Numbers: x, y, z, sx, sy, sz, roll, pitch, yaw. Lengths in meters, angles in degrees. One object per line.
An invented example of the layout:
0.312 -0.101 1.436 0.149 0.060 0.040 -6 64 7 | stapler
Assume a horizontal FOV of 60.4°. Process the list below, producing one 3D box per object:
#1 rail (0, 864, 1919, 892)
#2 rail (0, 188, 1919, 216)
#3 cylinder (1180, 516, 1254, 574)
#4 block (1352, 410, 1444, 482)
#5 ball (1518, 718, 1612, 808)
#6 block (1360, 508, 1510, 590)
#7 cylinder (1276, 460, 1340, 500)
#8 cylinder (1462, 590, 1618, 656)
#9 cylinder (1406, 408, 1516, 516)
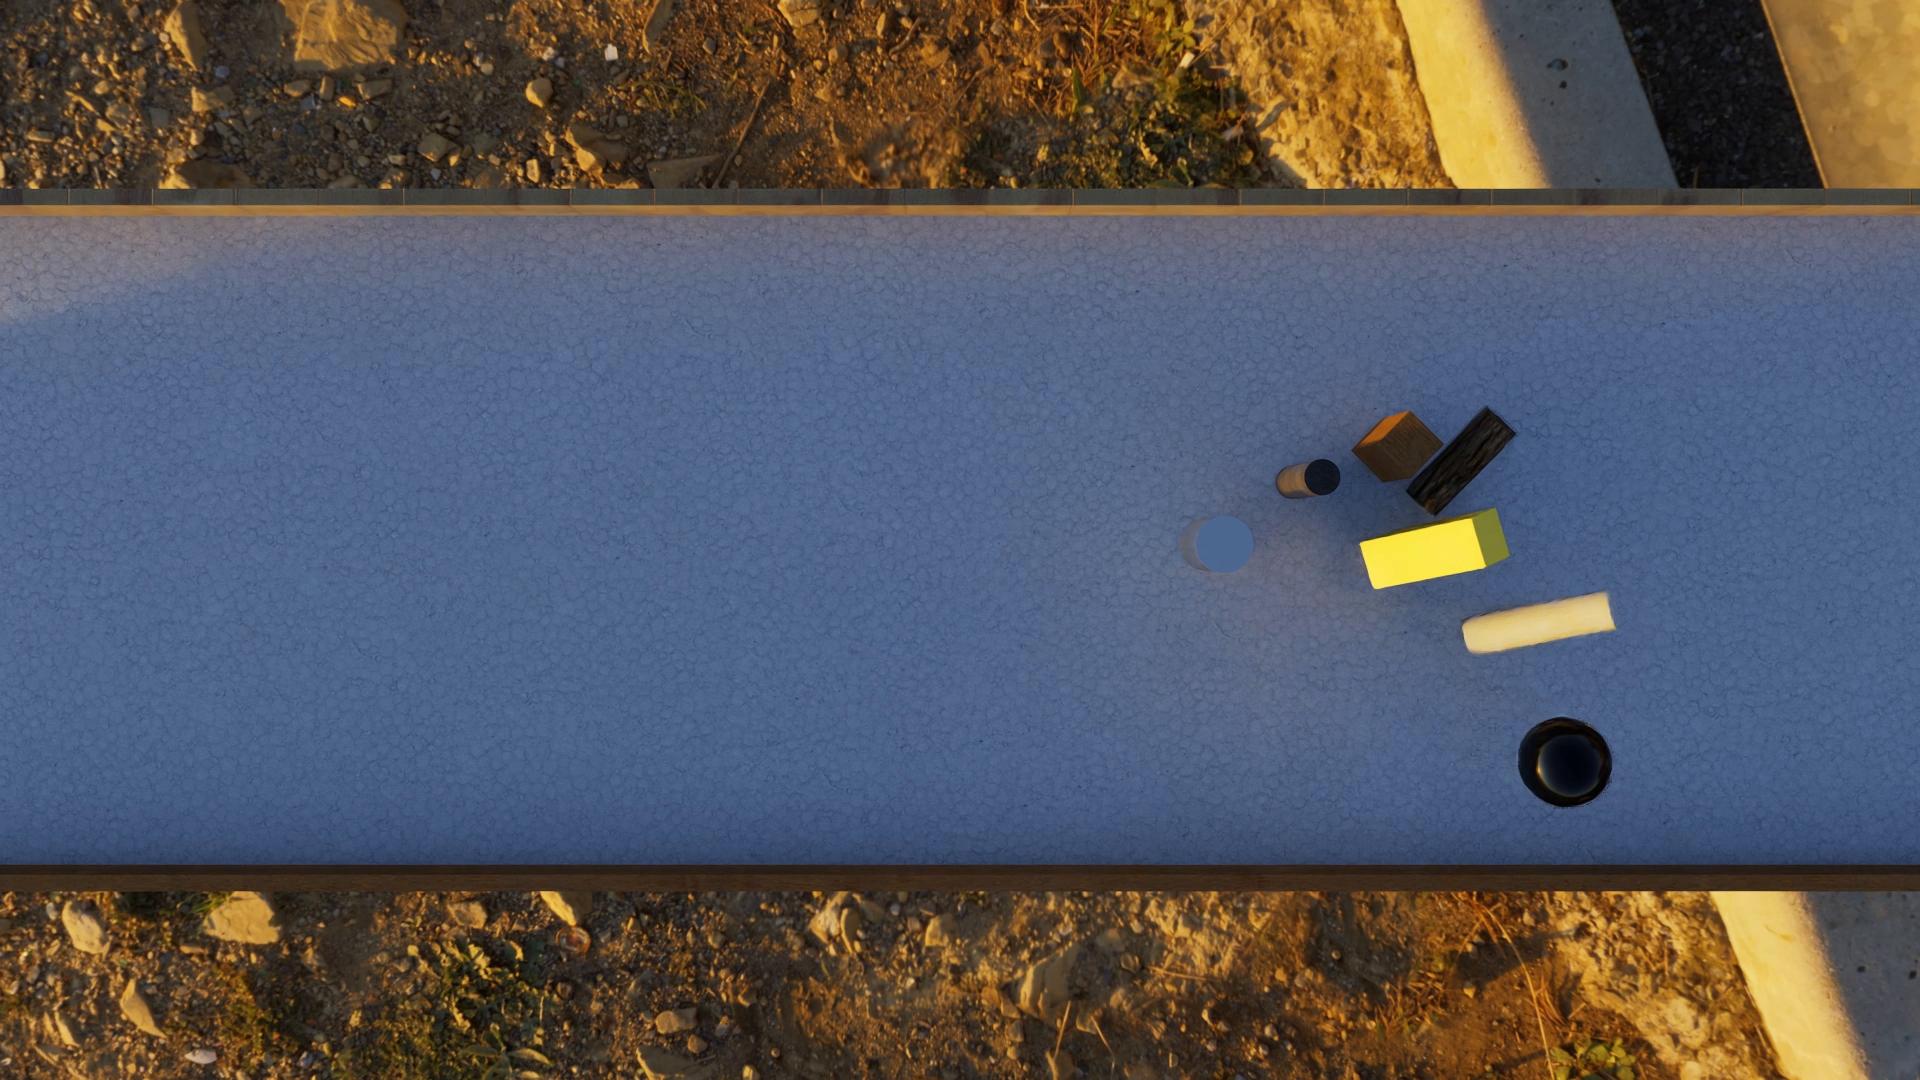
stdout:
-2.247 1.025 5.001 12.000 0.150 0.050 0 90 0 | rail
-2.247 -1.025 5.002 12.000 0.150 0.050 0 90 0 | rail
0.758 0.013 4.899 0.165 0.354 0.165 0 90 0 | cylinder
1.302 -0.276 4.921 0.139 0.311 0.139 45 90 0 | block
1.750 0.642 4.773 0.259 0.259 0.259 0 90 0 | ball
1.403 0.027 4.887 0.146 0.379 0.146 -18 91 -43 | block
1.023 -0.177 4.865 0.103 0.423 0.103 0 90 0 | cylinder
1.728 0.248 4.926 0.420 0.118 0.118 -15 90 28 | cylinder
1.508 -0.235 4.968 0.122 0.122 0.339 41 107 0 | cylinder
